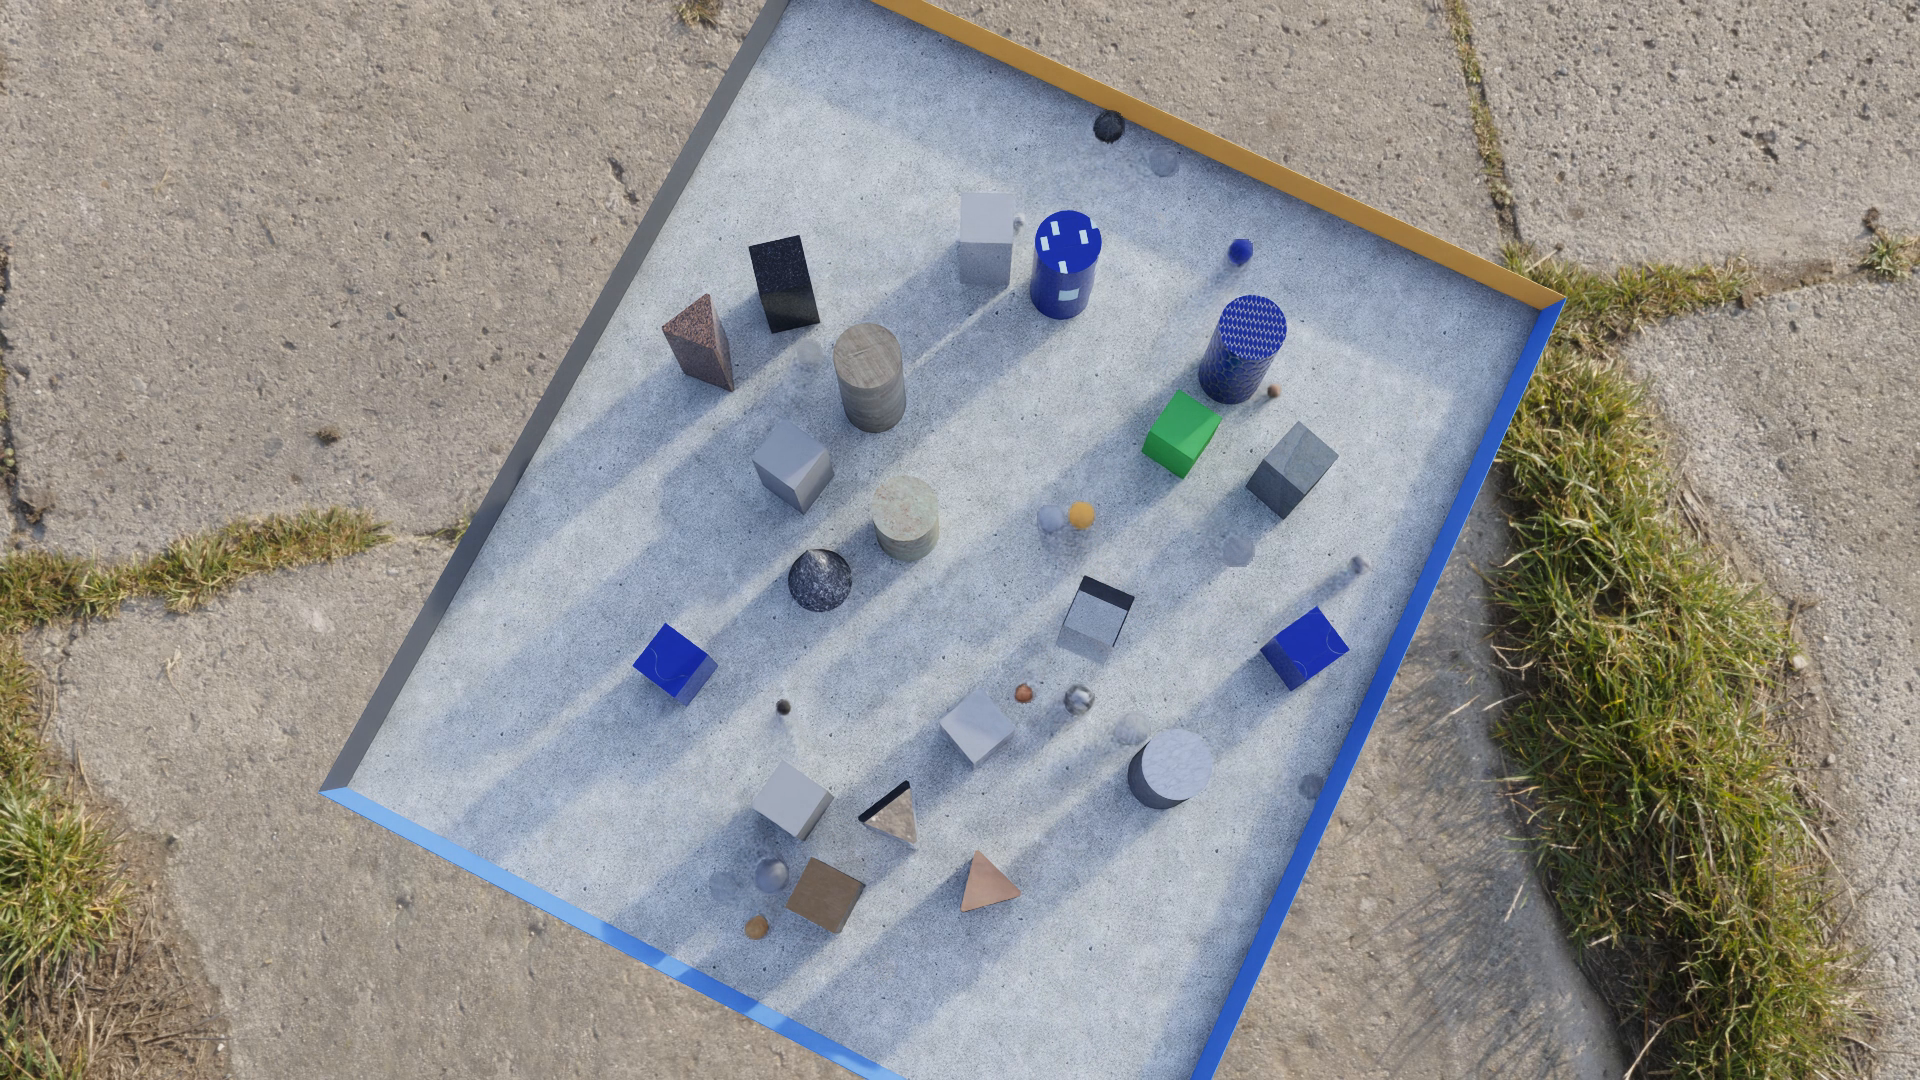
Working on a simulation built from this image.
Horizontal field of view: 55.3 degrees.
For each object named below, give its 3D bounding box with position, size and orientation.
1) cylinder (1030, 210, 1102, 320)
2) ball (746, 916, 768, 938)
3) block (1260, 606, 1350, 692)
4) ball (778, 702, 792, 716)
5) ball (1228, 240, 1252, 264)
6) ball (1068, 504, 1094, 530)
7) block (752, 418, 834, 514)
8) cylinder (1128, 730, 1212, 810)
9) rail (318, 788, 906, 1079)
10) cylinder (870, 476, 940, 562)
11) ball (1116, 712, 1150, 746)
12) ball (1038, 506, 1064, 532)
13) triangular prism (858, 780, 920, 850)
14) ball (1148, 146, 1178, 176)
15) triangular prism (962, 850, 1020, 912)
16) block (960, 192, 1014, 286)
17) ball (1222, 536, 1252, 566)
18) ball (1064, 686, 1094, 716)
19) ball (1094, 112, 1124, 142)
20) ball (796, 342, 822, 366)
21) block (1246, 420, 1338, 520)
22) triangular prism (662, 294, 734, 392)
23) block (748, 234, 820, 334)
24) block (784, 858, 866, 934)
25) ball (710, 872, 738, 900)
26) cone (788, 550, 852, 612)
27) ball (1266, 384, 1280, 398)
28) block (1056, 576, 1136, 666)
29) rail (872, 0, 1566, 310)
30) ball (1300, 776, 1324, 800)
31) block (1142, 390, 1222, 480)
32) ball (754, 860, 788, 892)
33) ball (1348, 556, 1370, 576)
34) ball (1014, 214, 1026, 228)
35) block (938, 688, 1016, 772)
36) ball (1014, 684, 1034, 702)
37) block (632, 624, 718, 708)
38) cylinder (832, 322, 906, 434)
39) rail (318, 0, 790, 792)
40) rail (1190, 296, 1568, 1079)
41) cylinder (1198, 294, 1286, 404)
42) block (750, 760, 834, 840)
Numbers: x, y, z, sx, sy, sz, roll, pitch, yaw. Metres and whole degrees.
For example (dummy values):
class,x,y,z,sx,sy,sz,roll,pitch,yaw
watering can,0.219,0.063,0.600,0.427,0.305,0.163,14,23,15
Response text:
class,x,y,z,sx,sy,sz,roll,pitch,yaw
cylinder,0.317,-0.831,5.573,0.196,0.421,0.196,0,78,0
ball,-0.591,1.130,5.350,0.065,0.065,0.065,0,78,0
block,1.016,0.324,5.418,0.157,0.258,0.157,-34,80,-7
ball,-0.526,0.506,5.490,0.042,0.042,0.042,0,78,0
ball,0.882,-0.904,5.766,0.075,0.075,0.075,0,78,0
ball,0.371,-0.072,5.591,0.079,0.079,0.079,0,78,0
block,-0.496,-0.217,5.489,0.157,0.339,0.157,36,81,7
cylinder,0.598,0.662,5.256,0.196,0.437,0.196,0,78,0
rail,-0.666,1.312,5.279,2.669,0.127,0.045,26,80,5
cylinder,-0.161,-0.061,5.469,0.196,0.315,0.196,0,78,0
ball,0.513,0.563,5.450,0.098,0.098,0.098,0,78,0
ball,0.279,-0.063,5.589,0.080,0.080,0.080,0,78,0
triangular prism,-0.171,0.769,5.209,0.170,0.486,0.147,22,79,4
ball,0.645,-1.200,5.817,0.093,0.093,0.093,0,78,0
triangular prism,0.066,0.961,5.214,0.170,0.398,0.147,-15,79,-3
block,0.080,-0.920,5.621,0.157,0.365,0.157,2,78,0
ball,0.843,0.034,5.563,0.092,0.092,0.092,0,78,0
ball,0.354,0.479,5.473,0.087,0.087,0.087,0,78,0
ball,0.474,-1.314,5.840,0.096,0.096,0.096,0,78,0
ball,-0.470,-0.580,5.697,0.078,0.078,0.078,0,78,0
block,0.990,-0.204,5.481,0.157,0.349,0.157,42,81,8
triangular prism,-0.758,-0.605,5.520,0.170,0.435,0.147,21,79,4
block,-0.533,-0.776,5.592,0.157,0.363,0.157,-13,79,-3
block,-0.383,1.020,5.257,0.157,0.290,0.157,27,80,5
ball,-0.691,1.015,5.367,0.078,0.078,0.078,0,78,0
cone,-0.426,0.075,5.358,0.196,0.476,0.196,0,78,0
ball,0.973,-0.462,5.690,0.043,0.043,0.043,0,78,0
block,0.393,0.239,5.369,0.157,0.388,0.157,24,79,5
rail,0.666,-1.298,5.819,2.669,0.127,0.045,26,80,5
ball,1.043,0.735,5.428,0.071,0.071,0.071,0,78,0
block,0.670,-0.318,5.553,0.157,0.253,0.157,34,80,7
ball,-0.552,0.983,5.363,0.097,0.097,0.097,0,78,0
ball,1.211,0.079,5.568,0.063,0.063,0.063,0,78,0
ball,0.184,-1.010,5.803,0.044,0.044,0.044,0,78,0
block,0.049,0.556,5.366,0.157,0.265,0.157,-39,81,-7
ball,0.192,0.459,5.493,0.055,0.055,0.055,0,78,0
block,-0.838,0.372,5.416,0.157,0.241,0.157,36,81,7
cylinder,-0.265,-0.477,5.466,0.196,0.488,0.196,0,78,0
rail,-1.172,-0.567,5.668,0.045,0.127,3.028,26,80,5
rail,1.172,0.581,5.430,0.045,0.127,3.028,26,80,5
cylinder,0.842,-0.564,5.495,0.196,0.468,0.196,0,78,0
block,-0.482,0.758,5.310,0.157,0.294,0.157,34,80,7
